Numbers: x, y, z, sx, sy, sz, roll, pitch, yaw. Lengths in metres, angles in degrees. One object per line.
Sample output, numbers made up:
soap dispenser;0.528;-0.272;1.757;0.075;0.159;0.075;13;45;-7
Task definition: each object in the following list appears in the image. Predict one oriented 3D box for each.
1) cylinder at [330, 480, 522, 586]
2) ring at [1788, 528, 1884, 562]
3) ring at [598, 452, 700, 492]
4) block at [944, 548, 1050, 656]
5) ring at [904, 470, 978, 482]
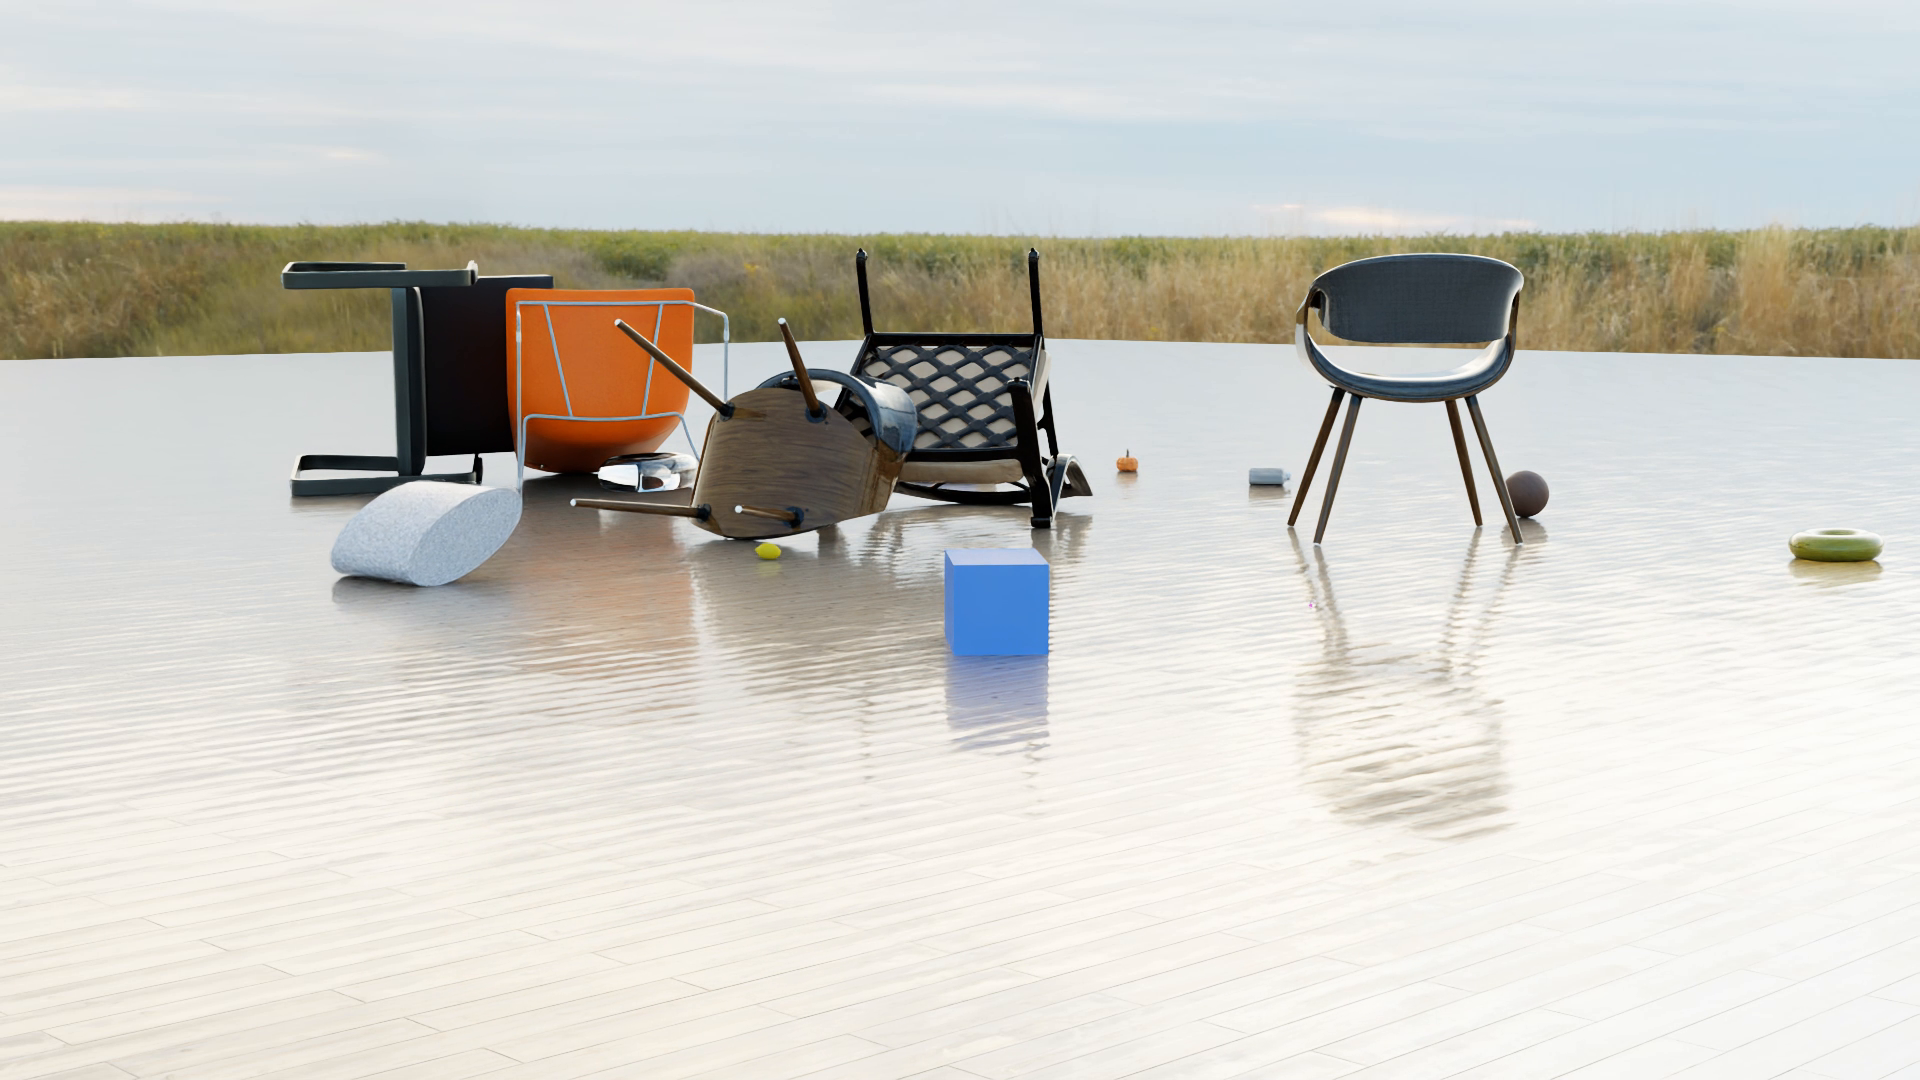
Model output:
cylinder;-1.168;-0.018;5.617;0.296;0.146;0.329;6;36;44
ring;2.049;0.012;5.999;0.216;0.062;0.261;2;7;26
ring;-0.963;-0.210;7.960;0.220;0.104;0.408;6;9;33
block;0.063;0.108;4.593;0.166;0.158;0.265;0;6;-4
ring;-0.063;-0.205;8.217;0.242;0.039;0.086;0;5;3
